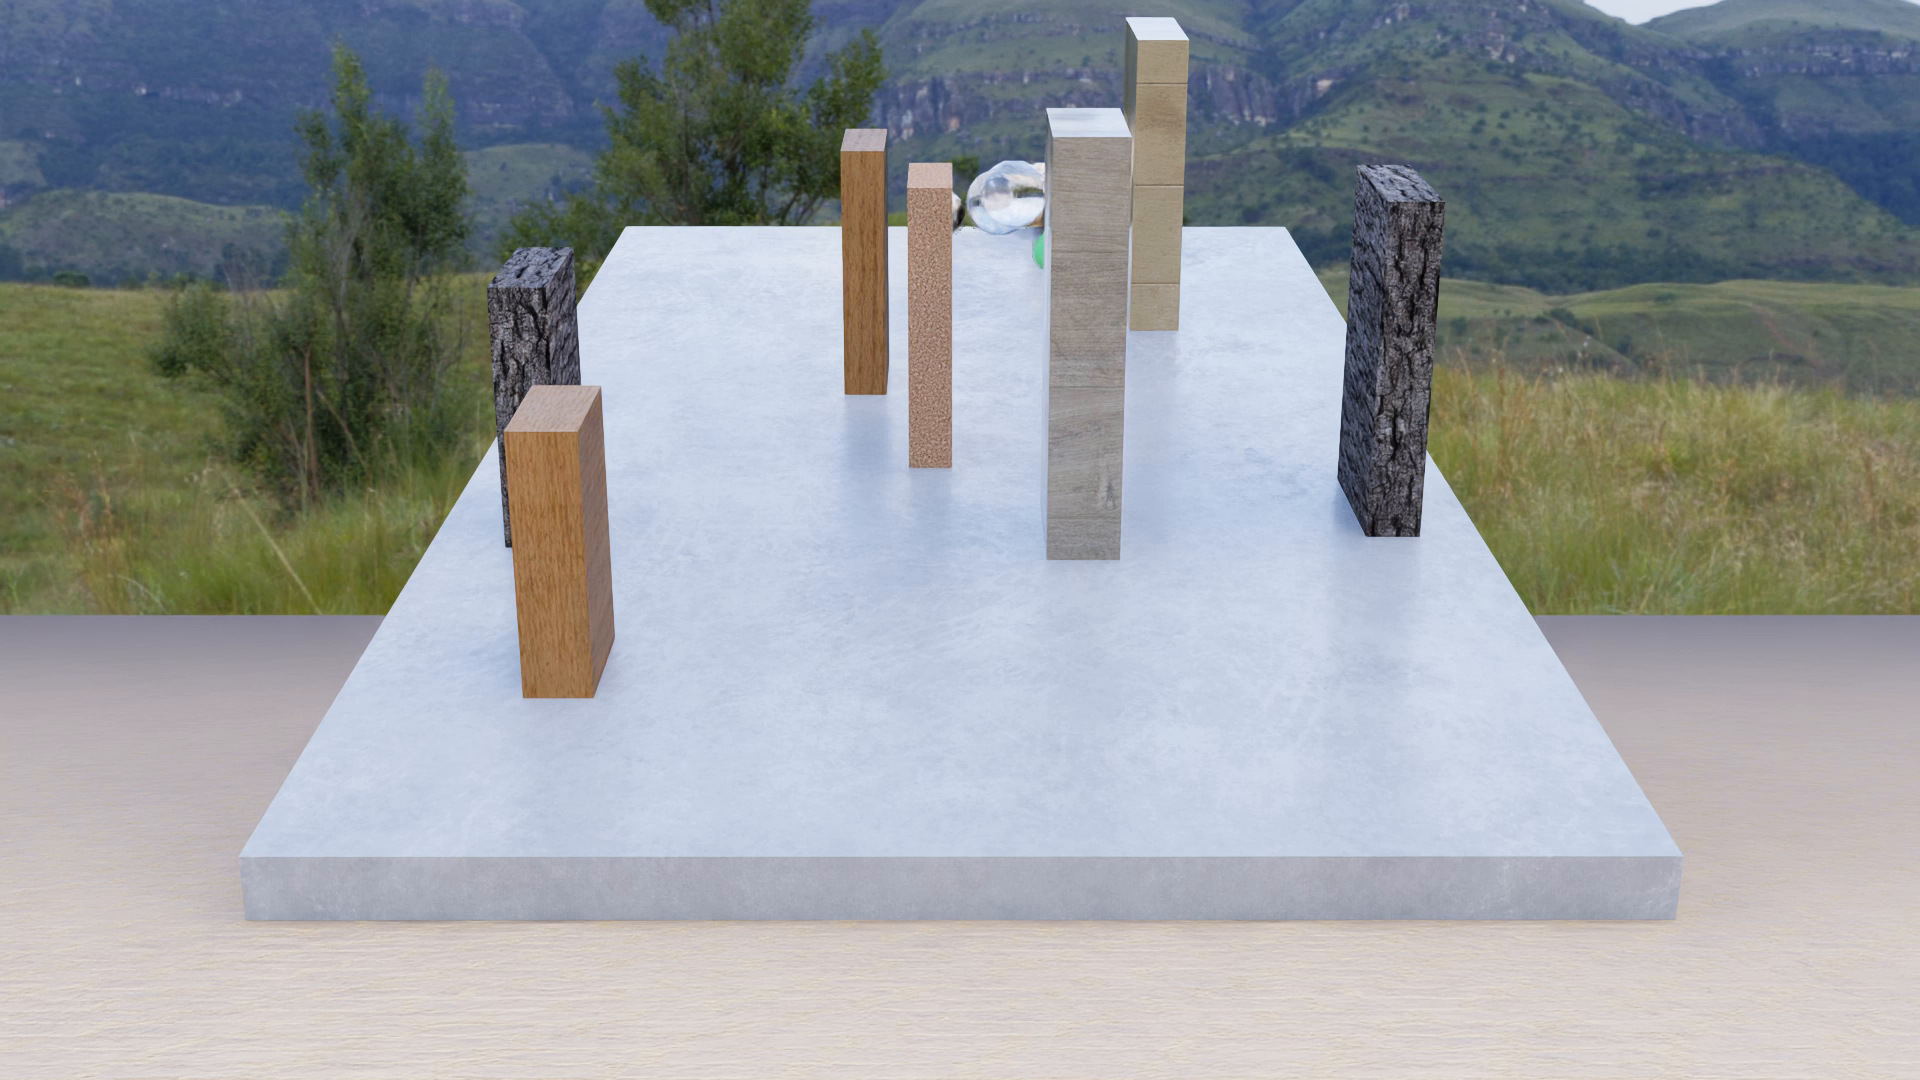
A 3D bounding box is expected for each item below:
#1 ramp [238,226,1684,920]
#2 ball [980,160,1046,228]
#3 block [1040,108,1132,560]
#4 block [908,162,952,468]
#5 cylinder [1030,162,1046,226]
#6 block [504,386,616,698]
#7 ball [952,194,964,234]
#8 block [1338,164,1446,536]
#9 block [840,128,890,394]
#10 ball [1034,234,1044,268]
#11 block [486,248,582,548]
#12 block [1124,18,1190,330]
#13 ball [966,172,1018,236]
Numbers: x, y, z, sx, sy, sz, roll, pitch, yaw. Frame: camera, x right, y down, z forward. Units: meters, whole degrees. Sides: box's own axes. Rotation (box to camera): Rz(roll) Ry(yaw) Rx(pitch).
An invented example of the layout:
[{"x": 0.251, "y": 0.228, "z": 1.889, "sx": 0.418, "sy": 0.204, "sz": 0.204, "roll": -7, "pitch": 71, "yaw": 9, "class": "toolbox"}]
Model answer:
[{"x": -0.005, "y": -0.210, "z": 5.035, "sx": 2.000, "sy": 0.100, "sz": 4.000, "roll": 0, "pitch": 20, "yaw": 0, "class": "ramp"}, {"x": 0.155, "y": -1.000, "z": 6.564, "sx": 0.194, "sy": 0.194, "sz": 0.194, "roll": 0, "pitch": -2, "yaw": 0, "class": "ball"}, {"x": 0.229, "y": -0.384, "z": 4.229, "sx": 0.137, "sy": 0.788, "sz": 0.299, "roll": 0, "pitch": 20, "yaw": 0, "class": "block"}, {"x": -0.061, "y": -0.471, "z": 4.752, "sx": 0.090, "sy": 0.588, "sz": 0.261, "roll": 0, "pitch": 20, "yaw": 0, "class": "block"}, {"x": 0.298, "y": -1.048, "z": 6.852, "sx": 0.198, "sy": 0.198, "sz": 0.198, "roll": 1, "pitch": 1, "yaw": -31, "class": "cylinder"}, {"x": -0.644, "y": 0.000, "z": 3.677, "sx": 0.113, "sy": 0.448, "sz": 0.250, "roll": 0, "pitch": 20, "yaw": 0, "class": "block"}, {"x": -0.055, "y": -0.970, "z": 6.746, "sx": 0.138, "sy": 0.138, "sz": 0.138, "roll": 0, "pitch": -2, "yaw": 0, "class": "ball"}, {"x": 0.828, "y": -0.370, "z": 4.395, "sx": 0.103, "sy": 0.648, "sz": 0.347, "roll": 0, "pitch": 20, "yaw": 0, "class": "block"}, {"x": -0.218, "y": -0.646, "z": 5.259, "sx": 0.096, "sy": 0.562, "sz": 0.276, "roll": 0, "pitch": 20, "yaw": 0, "class": "block"}, {"x": 0.261, "y": -0.811, "z": 6.355, "sx": 0.112, "sy": 0.112, "sz": 0.112, "roll": 0, "pitch": -2, "yaw": 0, "class": "ball"}, {"x": -0.804, "y": -0.277, "z": 4.347, "sx": 0.107, "sy": 0.502, "sz": 0.322, "roll": 0, "pitch": 20, "yaw": 0, "class": "block"}, {"x": 0.492, "y": -0.943, "z": 5.828, "sx": 0.124, "sy": 0.727, "sz": 0.410, "roll": 0, "pitch": 20, "yaw": 0, "class": "block"}, {"x": 0.114, "y": -1.005, "z": 6.759, "sx": 0.195, "sy": 0.195, "sz": 0.195, "roll": 0, "pitch": -2, "yaw": 0, "class": "ball"}]
